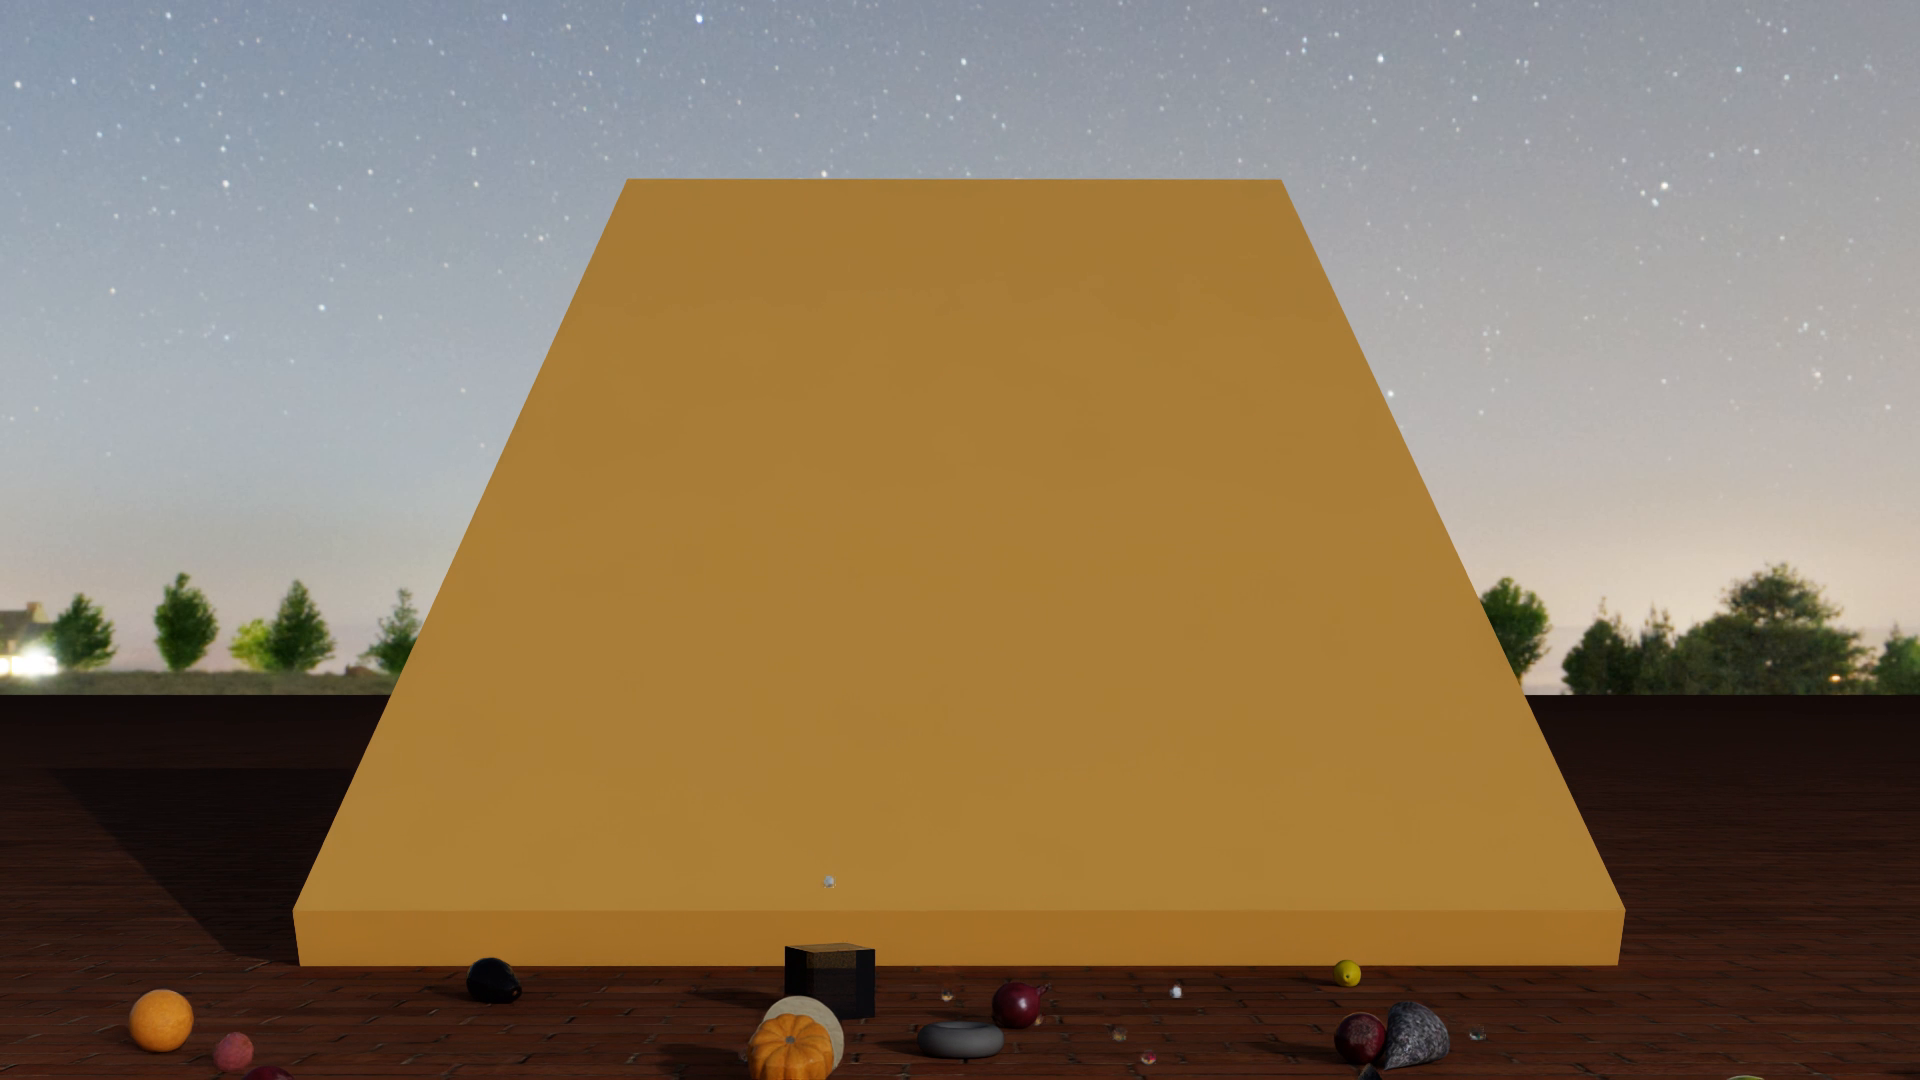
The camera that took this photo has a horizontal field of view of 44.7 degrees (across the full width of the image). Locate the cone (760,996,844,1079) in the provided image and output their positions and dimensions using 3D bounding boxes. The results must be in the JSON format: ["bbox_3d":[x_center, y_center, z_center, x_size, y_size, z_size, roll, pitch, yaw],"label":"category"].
[{"bbox_3d":[-0.189,0.563,2.561,0.096,0.096,0.096,2,-31,-27],"label":"cone"}]

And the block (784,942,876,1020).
[{"bbox_3d":[-0.168,0.569,3.007,0.087,0.087,0.087,2,-4,-29],"label":"block"}]

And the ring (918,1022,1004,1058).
[{"bbox_3d":[0.001,0.576,2.690,0.101,0.034,0.101,1,-5,0],"label":"ring"}]

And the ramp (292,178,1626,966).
[{"bbox_3d":[-0.008,-0.229,5.342,2.000,0.100,4.000,0,25,0],"label":"ramp"}]

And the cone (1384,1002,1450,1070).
[{"bbox_3d":[0.492,0.569,2.601,0.079,0.079,0.079,-4,22,44],"label":"cone"}]
